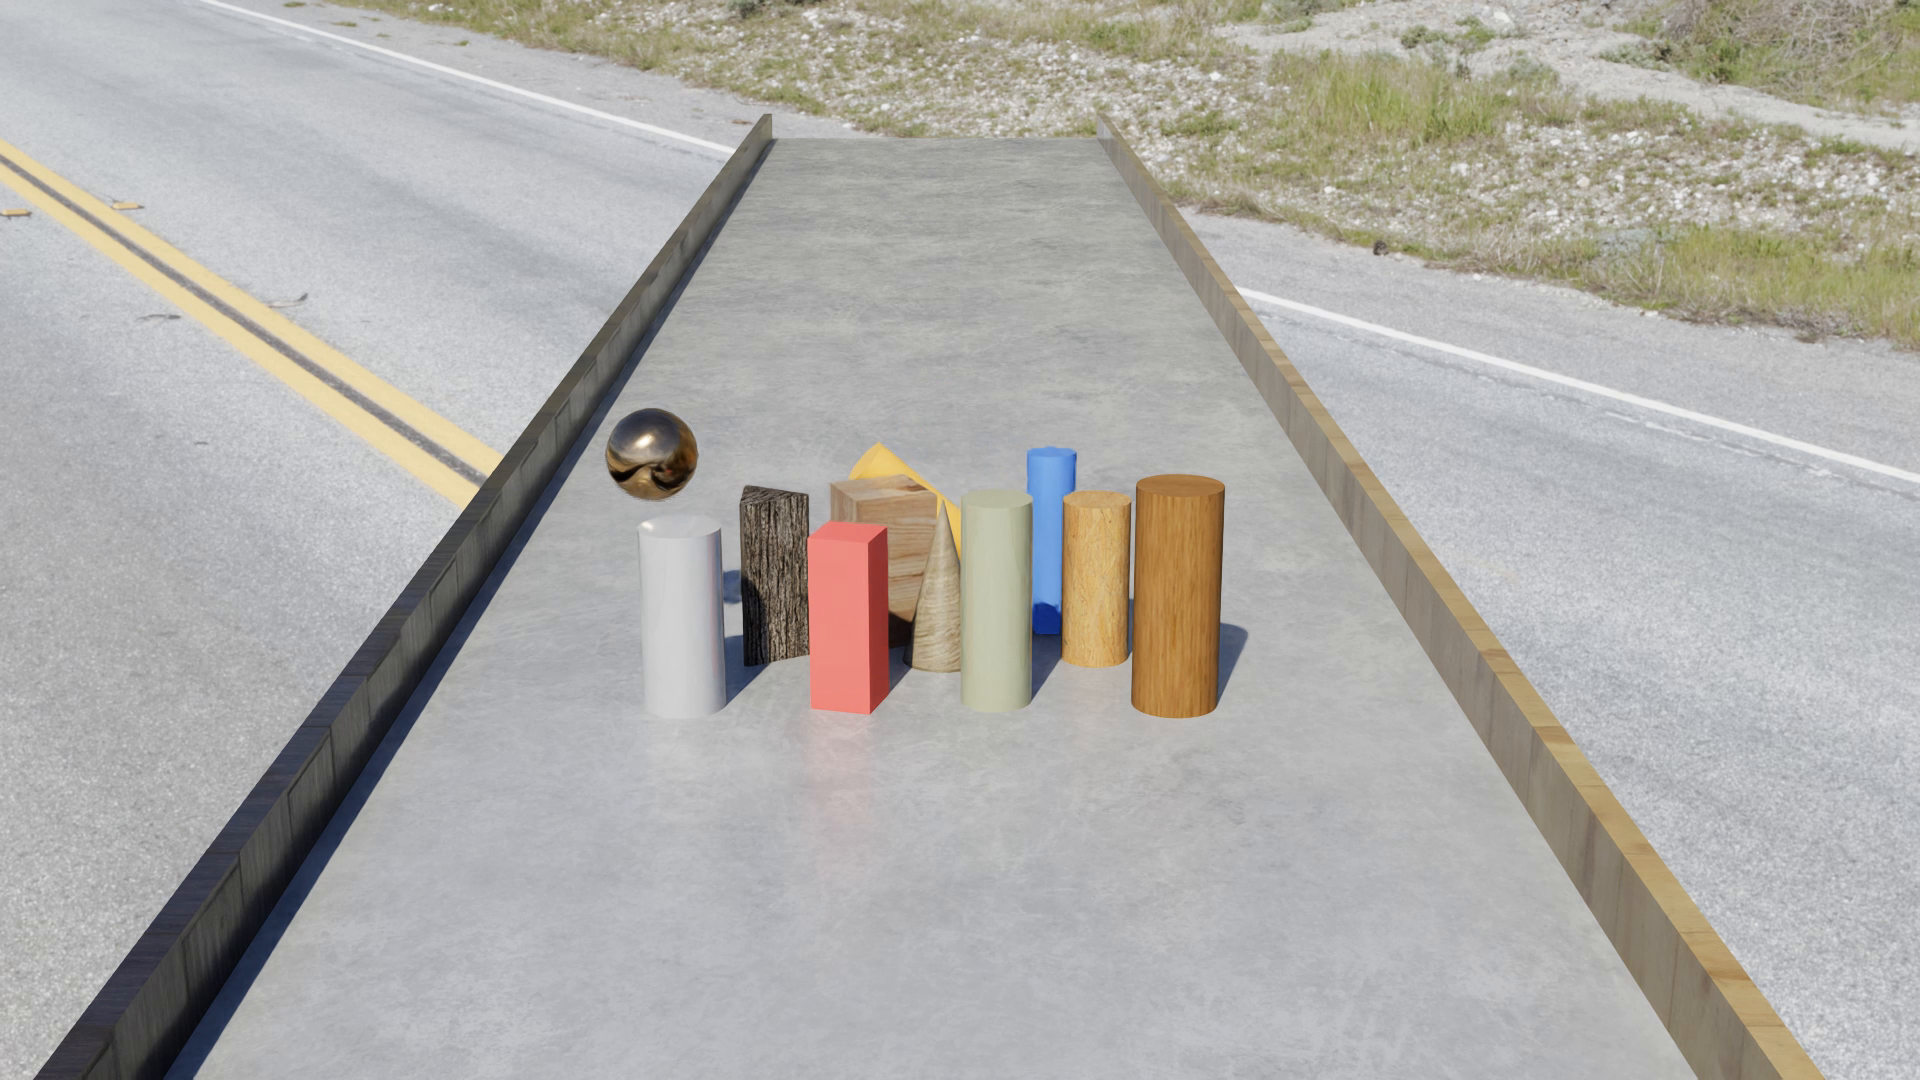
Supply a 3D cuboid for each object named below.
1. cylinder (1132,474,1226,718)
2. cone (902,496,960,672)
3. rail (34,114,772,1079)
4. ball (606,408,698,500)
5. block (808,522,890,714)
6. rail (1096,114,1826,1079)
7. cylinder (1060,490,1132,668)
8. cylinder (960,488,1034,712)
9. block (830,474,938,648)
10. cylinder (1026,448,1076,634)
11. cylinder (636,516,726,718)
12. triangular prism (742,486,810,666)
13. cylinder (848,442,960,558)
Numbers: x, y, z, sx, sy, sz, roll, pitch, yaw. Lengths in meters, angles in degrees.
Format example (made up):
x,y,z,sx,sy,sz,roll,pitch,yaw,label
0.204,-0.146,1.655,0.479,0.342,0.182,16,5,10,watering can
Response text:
x,y,z,sx,sy,sz,roll,pitch,yaw,label
0.407,0.105,4.123,0.164,0.429,0.164,0,17,0,cylinder
-0.033,0.077,4.374,0.165,0.339,0.165,0,17,0,cone
-1.118,-0.838,7.780,0.050,0.150,12.000,0,17,-1,rail
-0.616,-0.171,4.398,0.184,0.184,0.184,0,17,0,ball
-0.209,0.146,4.146,0.117,0.336,0.117,5,17,16,block
0.932,-0.844,7.801,0.050,0.150,12.000,0,17,-1,rail
0.271,0.077,4.391,0.136,0.328,0.136,0,17,0,cylinder
0.069,0.114,4.144,0.136,0.399,0.136,0,17,0,cylinder
-0.157,0.045,4.513,0.165,0.314,0.165,-8,20,-24,block
0.188,0.002,4.556,0.101,0.375,0.101,0,14,0,cylinder
-0.521,0.144,4.128,0.155,0.351,0.155,0,17,0,cylinder
-0.396,0.065,4.421,0.149,0.334,0.129,-10,19,-30,triangular prism
-0.039,-0.027,4.668,0.436,0.109,0.109,40,9,-15,cylinder
